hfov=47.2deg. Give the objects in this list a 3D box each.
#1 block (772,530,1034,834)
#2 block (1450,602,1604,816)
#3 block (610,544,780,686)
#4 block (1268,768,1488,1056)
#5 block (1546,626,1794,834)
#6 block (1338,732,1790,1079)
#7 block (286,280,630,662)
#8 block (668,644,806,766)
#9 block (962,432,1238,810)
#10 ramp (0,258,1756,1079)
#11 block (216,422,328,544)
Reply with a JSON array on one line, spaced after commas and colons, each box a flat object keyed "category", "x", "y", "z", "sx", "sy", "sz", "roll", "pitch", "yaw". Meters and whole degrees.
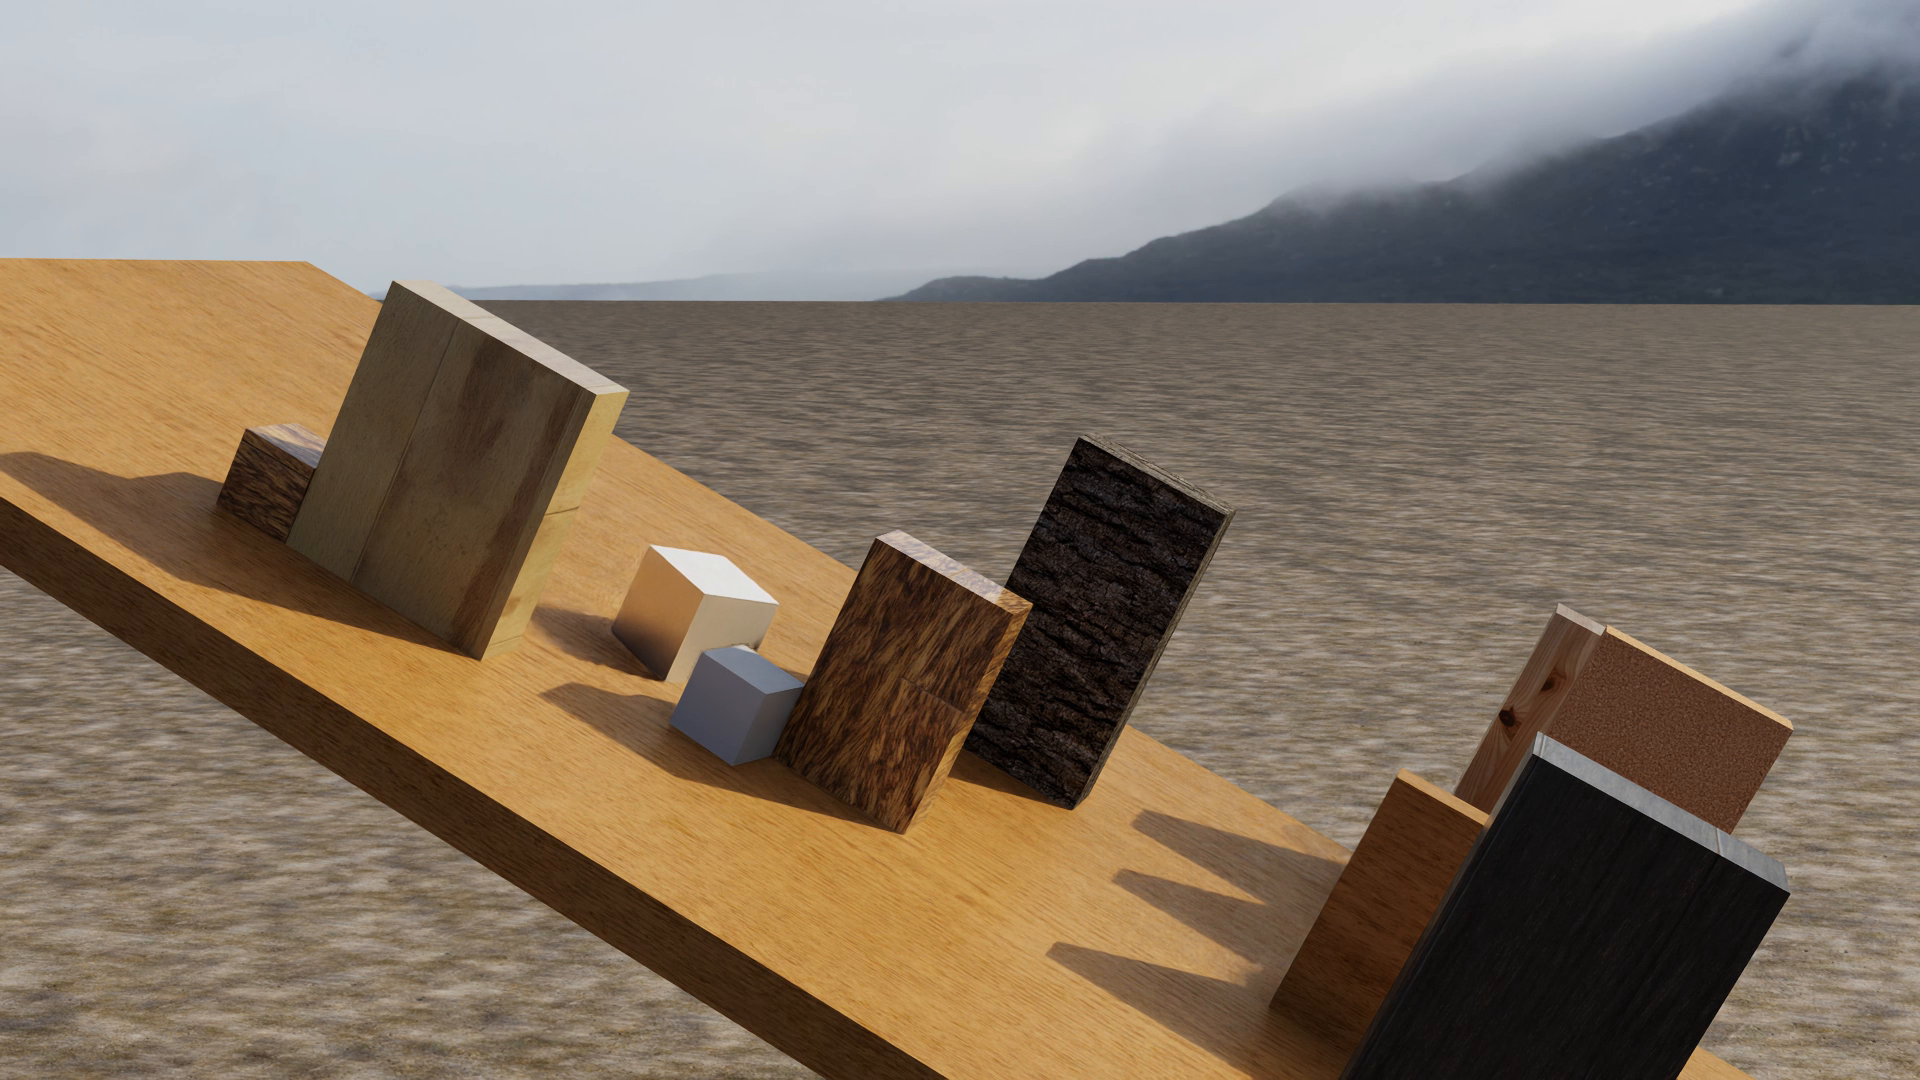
[{"category": "block", "x": -0.103, "y": 0.247, "z": 3.854, "sx": 0.276, "sy": 0.443, "sz": 0.125, "roll": 29, "pitch": 14, "yaw": 12}, {"category": "block", "x": 1.264, "y": 0.539, "z": 4.674, "sx": 0.368, "sy": 0.710, "sz": 0.143, "roll": 29, "pitch": 14, "yaw": 12}, {"category": "block", "x": -0.492, "y": 0.144, "z": 4.075, "sx": 0.186, "sy": 0.186, "sz": 0.186, "roll": 10, "pitch": 21, "yaw": -48}, {"category": "block", "x": 0.836, "y": 0.707, "z": 3.780, "sx": 0.432, "sy": 0.475, "sz": 0.080, "roll": 29, "pitch": 14, "yaw": 12}, {"category": "block", "x": 1.264, "y": 0.598, "z": 4.339, "sx": 0.387, "sy": 0.766, "sz": 0.093, "roll": 29, "pitch": 14, "yaw": 12}, {"category": "block", "x": 0.737, "y": 0.699, "z": 2.948, "sx": 0.354, "sy": 0.800, "sz": 0.146, "roll": 29, "pitch": 14, "yaw": 12}, {"category": "block", "x": -0.855, "y": -0.121, "z": 3.730, "sx": 0.414, "sy": 0.503, "sz": 0.123, "roll": 29, "pitch": 14, "yaw": 12}, {"category": "block", "x": -0.386, "y": 0.286, "z": 3.832, "sx": 0.143, "sy": 0.143, "sz": 0.143, "roll": 31, "pitch": 15, "yaw": 20}, {"category": "block", "x": 0.245, "y": 0.159, "z": 4.340, "sx": 0.320, "sy": 0.663, "sz": 0.139, "roll": 29, "pitch": 14, "yaw": 12}, {"category": "ramp", "x": -0.242, "y": 0.407, "z": 4.158, "sx": 4.000, "sy": 0.100, "sz": 2.000, "roll": 29, "pitch": 14, "yaw": 12}, {"category": "block", "x": -1.169, "y": -0.100, "z": 3.838, "sx": 0.148, "sy": 0.148, "sz": 0.148, "roll": 29, "pitch": 14, "yaw": 12}]
